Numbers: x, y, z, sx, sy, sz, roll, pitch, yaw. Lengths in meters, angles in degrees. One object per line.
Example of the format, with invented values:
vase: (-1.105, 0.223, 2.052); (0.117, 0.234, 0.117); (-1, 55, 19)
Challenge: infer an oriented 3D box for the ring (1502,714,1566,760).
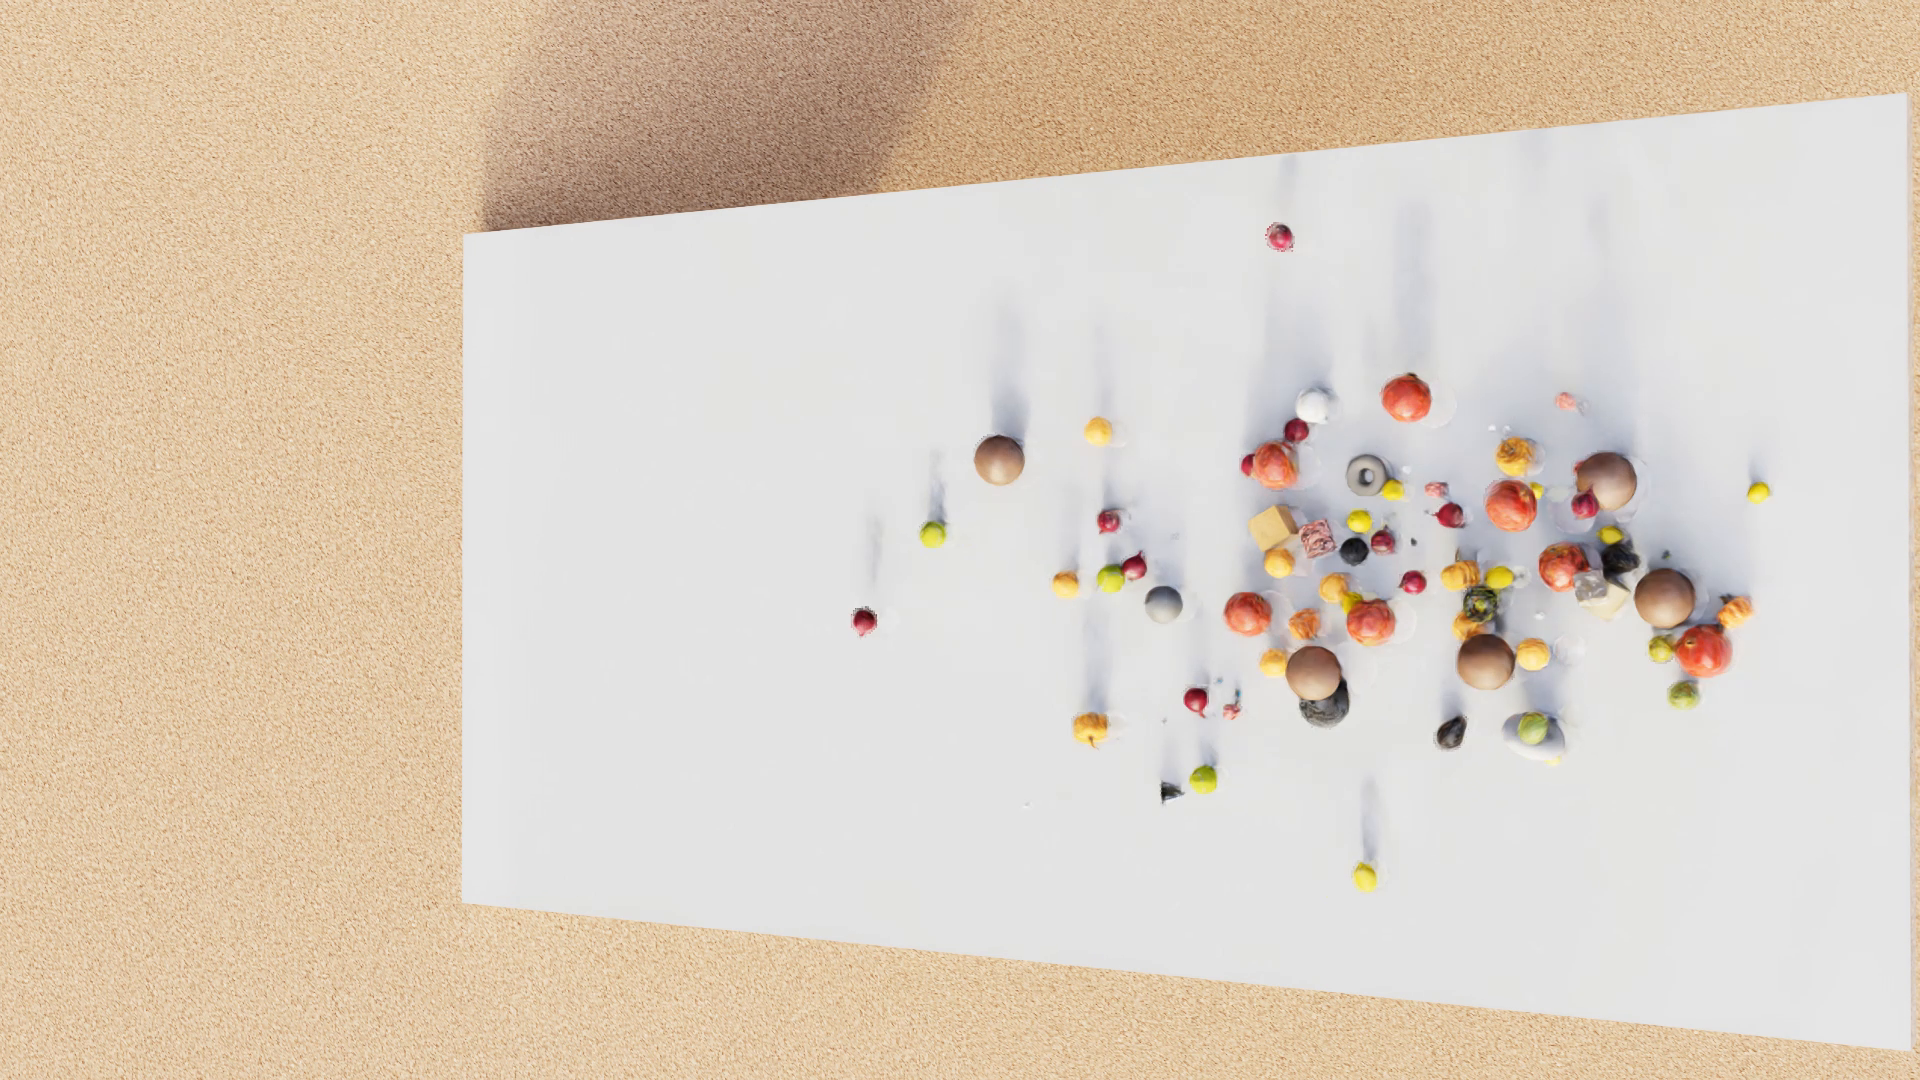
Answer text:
ring: (1.278, 0.439, 4.902); (0.144, 0.144, 0.048); (10, 121, 0)

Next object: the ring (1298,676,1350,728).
ring: (0.861, 0.383, 5.200); (0.125, 0.042, 0.125); (-2, 85, 24)

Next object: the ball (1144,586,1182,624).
ball: (0.498, 0.158, 5.384); (0.095, 0.095, 0.095); (0, 89, 0)

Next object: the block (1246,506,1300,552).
block: (0.750, -0.027, 5.248); (0.082, 0.082, 0.082); (-34, 74, 25)

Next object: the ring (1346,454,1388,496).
ring: (0.954, -0.151, 5.160); (0.101, 0.034, 0.101); (1, 91, 30)

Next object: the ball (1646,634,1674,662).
ball: (1.532, 0.237, 4.809); (0.059, 0.059, 0.059); (0, 89, 0)

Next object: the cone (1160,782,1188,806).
cone: (0.527, 0.624, 5.400); (0.065, 0.065, 0.065); (3, 89, 3)

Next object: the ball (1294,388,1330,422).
ball: (0.833, -0.320, 5.203); (0.083, 0.083, 0.083); (0, 89, 0)

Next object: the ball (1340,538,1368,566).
ball: (0.924, 0.027, 5.156); (0.066, 0.066, 0.066); (0, 89, 0)

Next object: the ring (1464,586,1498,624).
ring: (1.161, 0.145, 4.903); (0.083, 0.028, 0.083); (1, 91, 37)

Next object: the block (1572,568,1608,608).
block: (1.375, 0.107, 4.795); (0.063, 0.063, 0.063); (-12, 71, 14)

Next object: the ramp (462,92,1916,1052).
ramp: (0.270, 0.075, 5.628); (4.000, 0.100, 2.000); (0, 89, 30)
